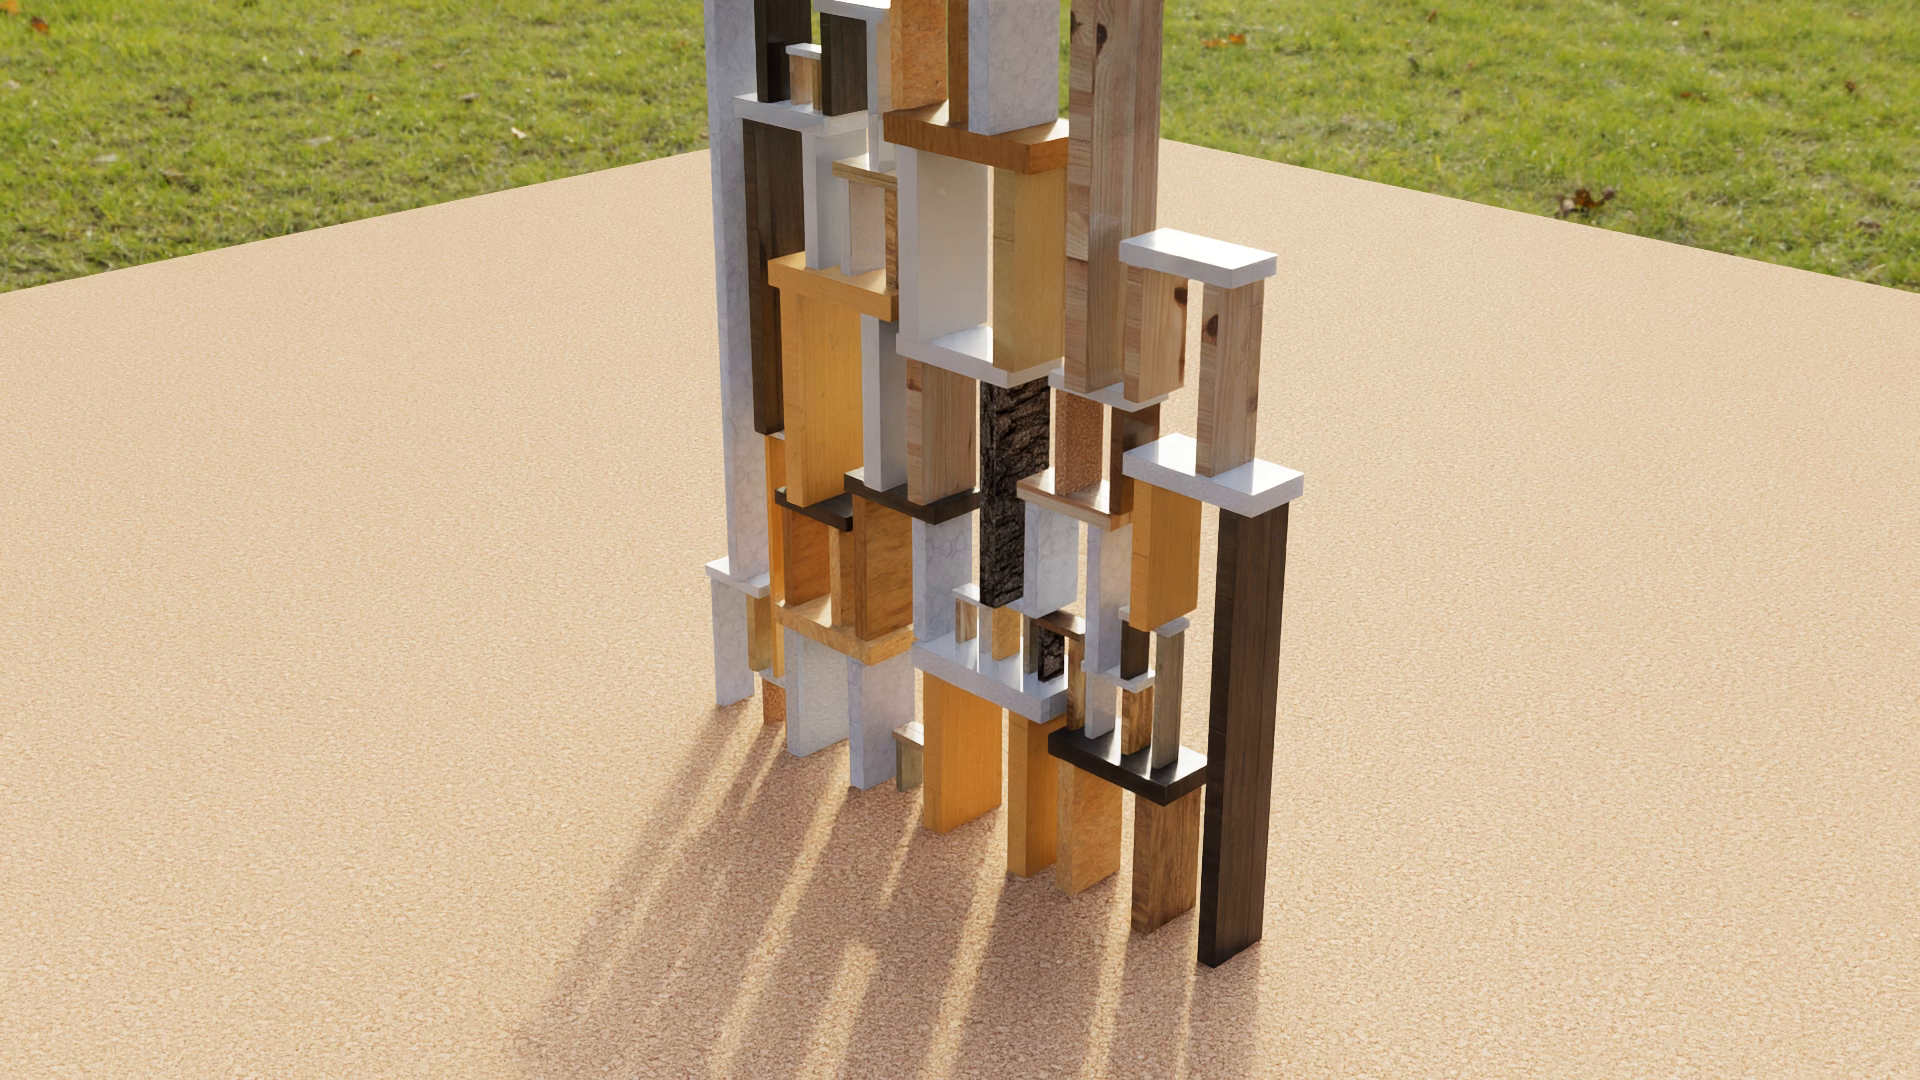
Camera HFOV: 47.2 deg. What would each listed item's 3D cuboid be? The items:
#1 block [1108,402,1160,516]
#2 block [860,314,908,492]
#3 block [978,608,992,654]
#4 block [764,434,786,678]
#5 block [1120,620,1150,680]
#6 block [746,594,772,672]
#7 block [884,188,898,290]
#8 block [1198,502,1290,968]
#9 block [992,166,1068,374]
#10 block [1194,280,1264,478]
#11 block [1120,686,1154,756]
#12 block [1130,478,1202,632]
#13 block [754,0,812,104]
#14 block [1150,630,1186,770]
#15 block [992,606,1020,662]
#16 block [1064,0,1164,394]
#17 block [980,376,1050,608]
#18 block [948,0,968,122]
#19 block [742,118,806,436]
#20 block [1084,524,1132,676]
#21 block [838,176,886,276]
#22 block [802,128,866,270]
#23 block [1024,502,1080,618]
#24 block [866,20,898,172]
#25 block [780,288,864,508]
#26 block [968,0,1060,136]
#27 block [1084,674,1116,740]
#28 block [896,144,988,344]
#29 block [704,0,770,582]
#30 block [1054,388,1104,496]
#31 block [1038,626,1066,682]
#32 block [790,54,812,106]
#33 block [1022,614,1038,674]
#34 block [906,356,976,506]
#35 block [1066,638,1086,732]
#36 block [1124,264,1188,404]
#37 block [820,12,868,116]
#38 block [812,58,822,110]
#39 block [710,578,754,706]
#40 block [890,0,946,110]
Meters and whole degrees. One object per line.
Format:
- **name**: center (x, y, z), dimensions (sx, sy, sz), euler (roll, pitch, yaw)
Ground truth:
- **block**: center (0.304, -0.150, 3.836), dimensions (0.098, 0.195, 0.028), euler (-21, 31, -41)
- **block**: center (-0.107, -0.282, 4.227), dimensions (0.049, 0.347, 0.174), euler (21, 31, 41)
- **block**: center (0.057, 0.167, 4.232), dimensions (0.013, 0.095, 0.047), euler (21, 31, 41)
- **block**: center (-0.380, 0.032, 4.644), dimensions (0.014, 0.558, 0.049), euler (21, 31, 41)
- **block**: center (0.316, 0.190, 3.957), dimensions (0.058, 0.117, 0.017), euler (-21, 31, -40)
- **block**: center (-0.417, 0.188, 4.762), dimensions (0.026, 0.180, 0.090), euler (21, 31, 41)
- **block**: center (-0.096, -0.568, 4.089), dimensions (0.027, 0.187, 0.094), euler (21, 31, 41)
- **block**: center (0.491, 0.339, 3.832), dimensions (0.039, 0.883, 0.139), euler (21, 31, 41)
- **block**: center (0.139, -0.490, 3.861), dimensions (0.180, 0.359, 0.051), euler (-21, 31, -40)
- **block**: center (0.444, -0.275, 3.625), dimensions (0.033, 0.328, 0.118), euler (21, 31, 41)
- **block**: center (0.323, 0.321, 4.012), dimensions (0.019, 0.131, 0.066), euler (21, 31, 41)
- **block**: center (0.360, 0.009, 3.835), dimensions (0.039, 0.278, 0.139), euler (21, 31, 40)
- **block**: center (-0.336, -0.956, 4.189), dimensions (0.032, 0.228, 0.114), euler (21, 31, 41)
- **block**: center (0.372, 0.281, 3.934), dimensions (0.017, 0.267, 0.058), euler (22, 31, 40)
- **block**: center (0.089, 0.165, 4.204), dimensions (0.017, 0.121, 0.060), euler (21, 31, 41)
- **block**: center (0.256, -0.625, 3.670), dimensions (0.173, 0.754, 0.049), euler (-21, 31, -40)
- **block**: center (0.101, -0.099, 4.067), dimensions (0.144, 0.439, 0.041), euler (-21, 31, -40)
- **block**: center (0.028, -0.847, 3.835), dimensions (0.109, 0.218, 0.031), euler (-22, 31, -40)
- **block**: center (-0.361, -0.531, 4.398), dimensions (0.037, 0.643, 0.130), euler (21, 31, 41)
- **block**: center (0.277, 0.092, 3.967), dimensions (0.113, 0.288, 0.032), euler (-21, 31, -41)
- **block**: center (-0.184, -0.602, 4.170), dimensions (0.027, 0.187, 0.094), euler (21, 31, 41)
- **block**: center (-0.238, -0.659, 4.210), dimensions (0.037, 0.261, 0.130), euler (21, 31, 41)
- **block**: center (0.169, 0.022, 4.054), dimensions (0.032, 0.227, 0.113), euler (22, 31, 40)
- **block**: center (-0.125, -0.815, 4.016), dimensions (0.027, 0.272, 0.094), euler (21, 31, 40)
- **block**: center (-0.271, -0.301, 4.397), dimensions (0.049, 0.446, 0.174), euler (21, 31, 41)
- **block**: center (0.093, -0.876, 3.740), dimensions (0.173, 0.346, 0.049), euler (-21, 31, -40)
- **block**: center (0.261, 0.297, 4.069), dimensions (0.066, 0.131, 0.019), euler (-21, 31, -41)
- **block**: center (-0.030, -0.556, 4.017), dimensions (0.051, 0.359, 0.180), euler (21, 31, 41)
- **block**: center (-0.443, -0.515, 4.492), dimensions (0.032, 1.275, 0.114), euler (21, 31, 41)
- **block**: center (0.212, -0.186, 3.920), dimensions (0.098, 0.195, 0.028), euler (-21, 31, -40)
- **block**: center (0.172, 0.205, 4.119), dimensions (0.016, 0.113, 0.057), euler (21, 31, 41)
- **block**: center (-0.300, -0.876, 4.171), dimensions (0.014, 0.095, 0.048), euler (21, 31, 41)
- **block**: center (0.146, 0.188, 4.151), dimensions (0.060, 0.121, 0.017), euler (-21, 31, -41)
- **block**: center (-0.034, -0.222, 4.162), dimensions (0.041, 0.287, 0.144), euler (21, 31, 41)
- **block**: center (0.225, 0.260, 4.084), dimensions (0.016, 0.187, 0.057), euler (21, 31, 41)
- **block**: center (0.331, -0.359, 3.706), dimensions (0.118, 0.236, 0.033), euler (-21, 31, -40)
- **block**: center (-0.214, -0.889, 4.082), dimensions (0.027, 0.188, 0.094), euler (21, 31, 40)
- **block**: center (-0.255, -0.859, 4.130), dimensions (0.014, 0.095, 0.048), euler (22, 31, 40)
- **block**: center (-0.502, 0.213, 4.865), dimensions (0.025, 0.307, 0.090), euler (21, 31, 41)
- **block**: center (-0.074, -0.887, 3.930), dimensions (0.109, 0.218, 0.031), euler (-21, 31, -40)
